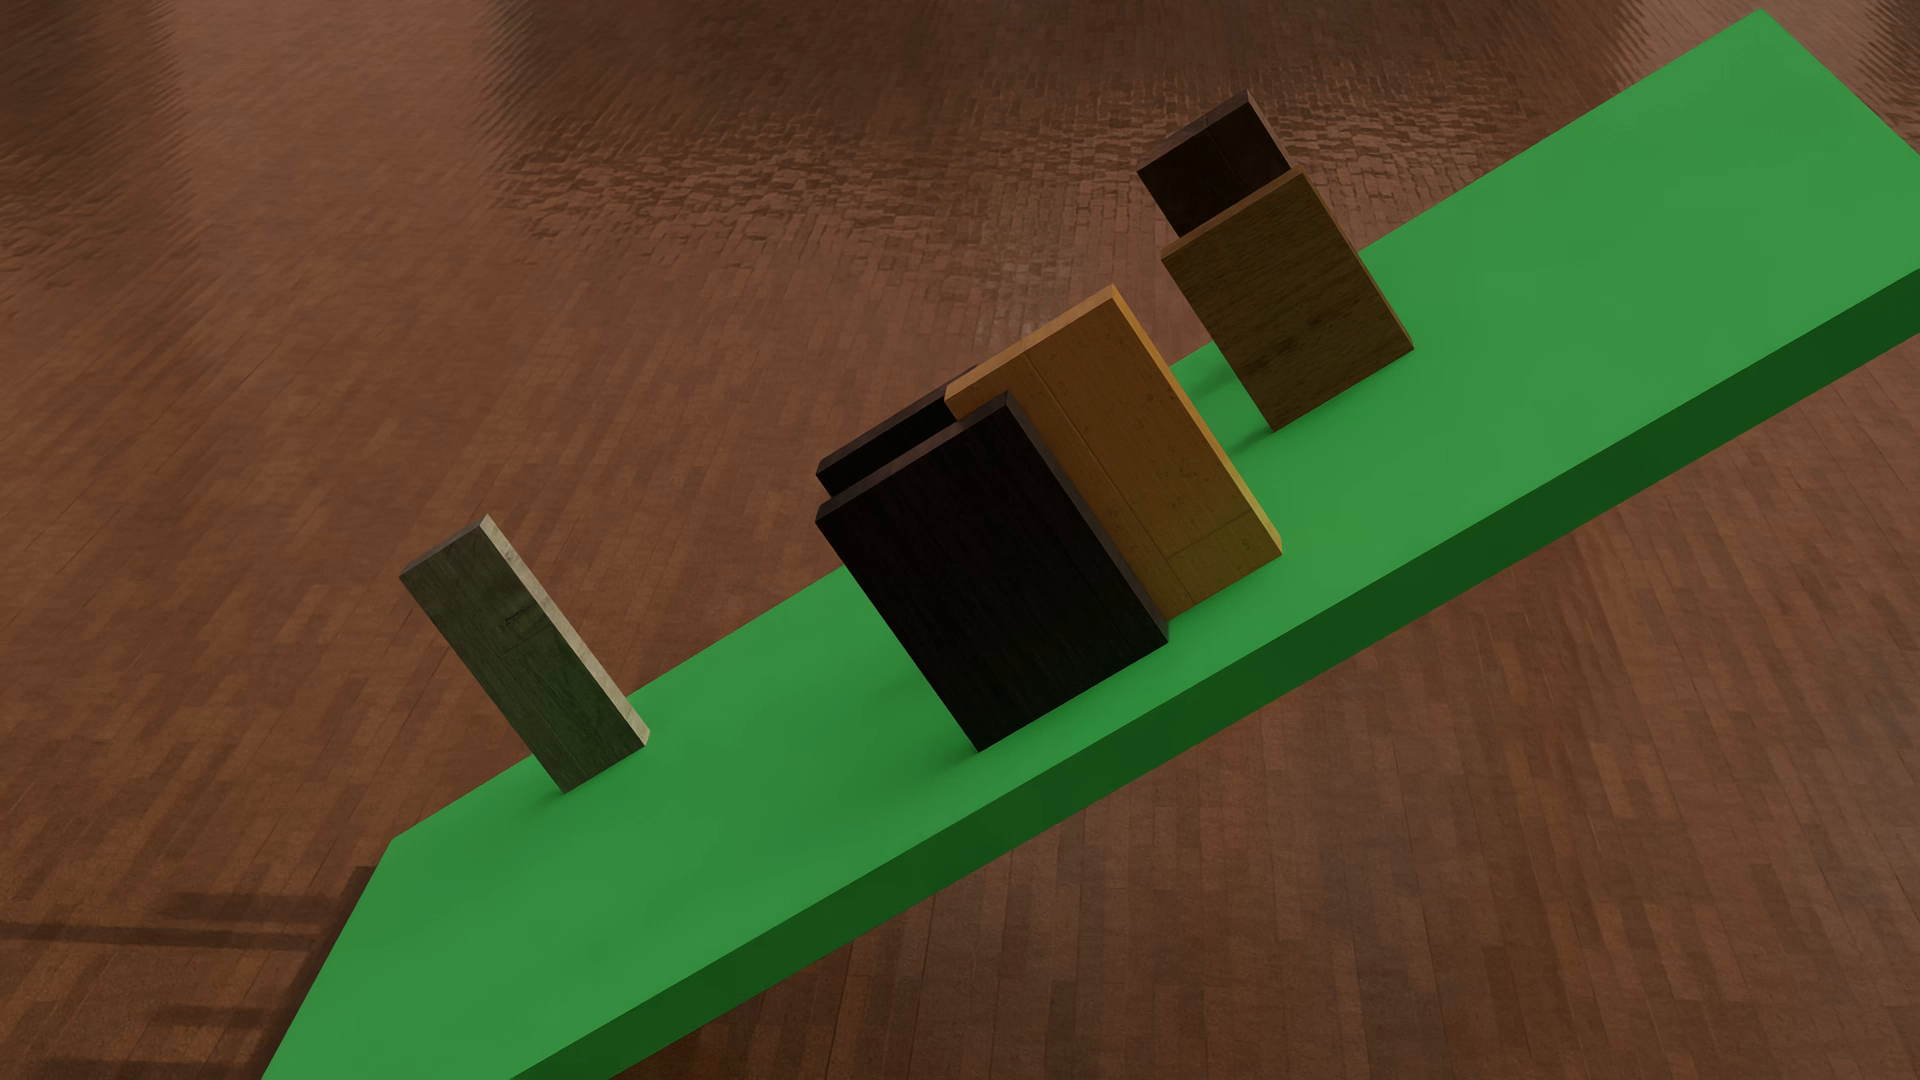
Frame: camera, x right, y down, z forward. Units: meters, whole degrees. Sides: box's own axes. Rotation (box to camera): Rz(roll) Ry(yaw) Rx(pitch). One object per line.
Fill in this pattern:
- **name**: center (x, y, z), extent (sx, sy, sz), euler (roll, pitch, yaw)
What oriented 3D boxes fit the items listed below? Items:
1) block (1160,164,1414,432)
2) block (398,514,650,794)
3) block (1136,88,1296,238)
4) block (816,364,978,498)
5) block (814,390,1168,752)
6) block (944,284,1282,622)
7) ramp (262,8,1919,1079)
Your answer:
- **block**: center (0.683, -0.502, 6.140), extent (0.341, 0.446, 0.082), euler (-31, 16, 14)
- **block**: center (-1.034, 0.275, 7.009), extent (0.242, 0.664, 0.084), euler (-31, 16, 14)
- **block**: center (0.665, -0.710, 6.654), extent (0.293, 0.528, 0.145), euler (-31, 16, 14)
- **block**: center (0.006, -0.049, 6.096), extent (0.389, 0.500, 0.089), euler (-31, 16, 14)
- **block**: center (0.063, 0.063, 5.527), extent (0.427, 0.554, 0.092), euler (-31, 16, 14)
- **block**: center (0.292, -0.133, 5.556), extent (0.371, 0.596, 0.098), euler (-31, 16, 14)
- **ramp**: center (0.139, 0.171, 6.297), extent (4.000, 0.100, 2.000), euler (-31, 16, 14)
